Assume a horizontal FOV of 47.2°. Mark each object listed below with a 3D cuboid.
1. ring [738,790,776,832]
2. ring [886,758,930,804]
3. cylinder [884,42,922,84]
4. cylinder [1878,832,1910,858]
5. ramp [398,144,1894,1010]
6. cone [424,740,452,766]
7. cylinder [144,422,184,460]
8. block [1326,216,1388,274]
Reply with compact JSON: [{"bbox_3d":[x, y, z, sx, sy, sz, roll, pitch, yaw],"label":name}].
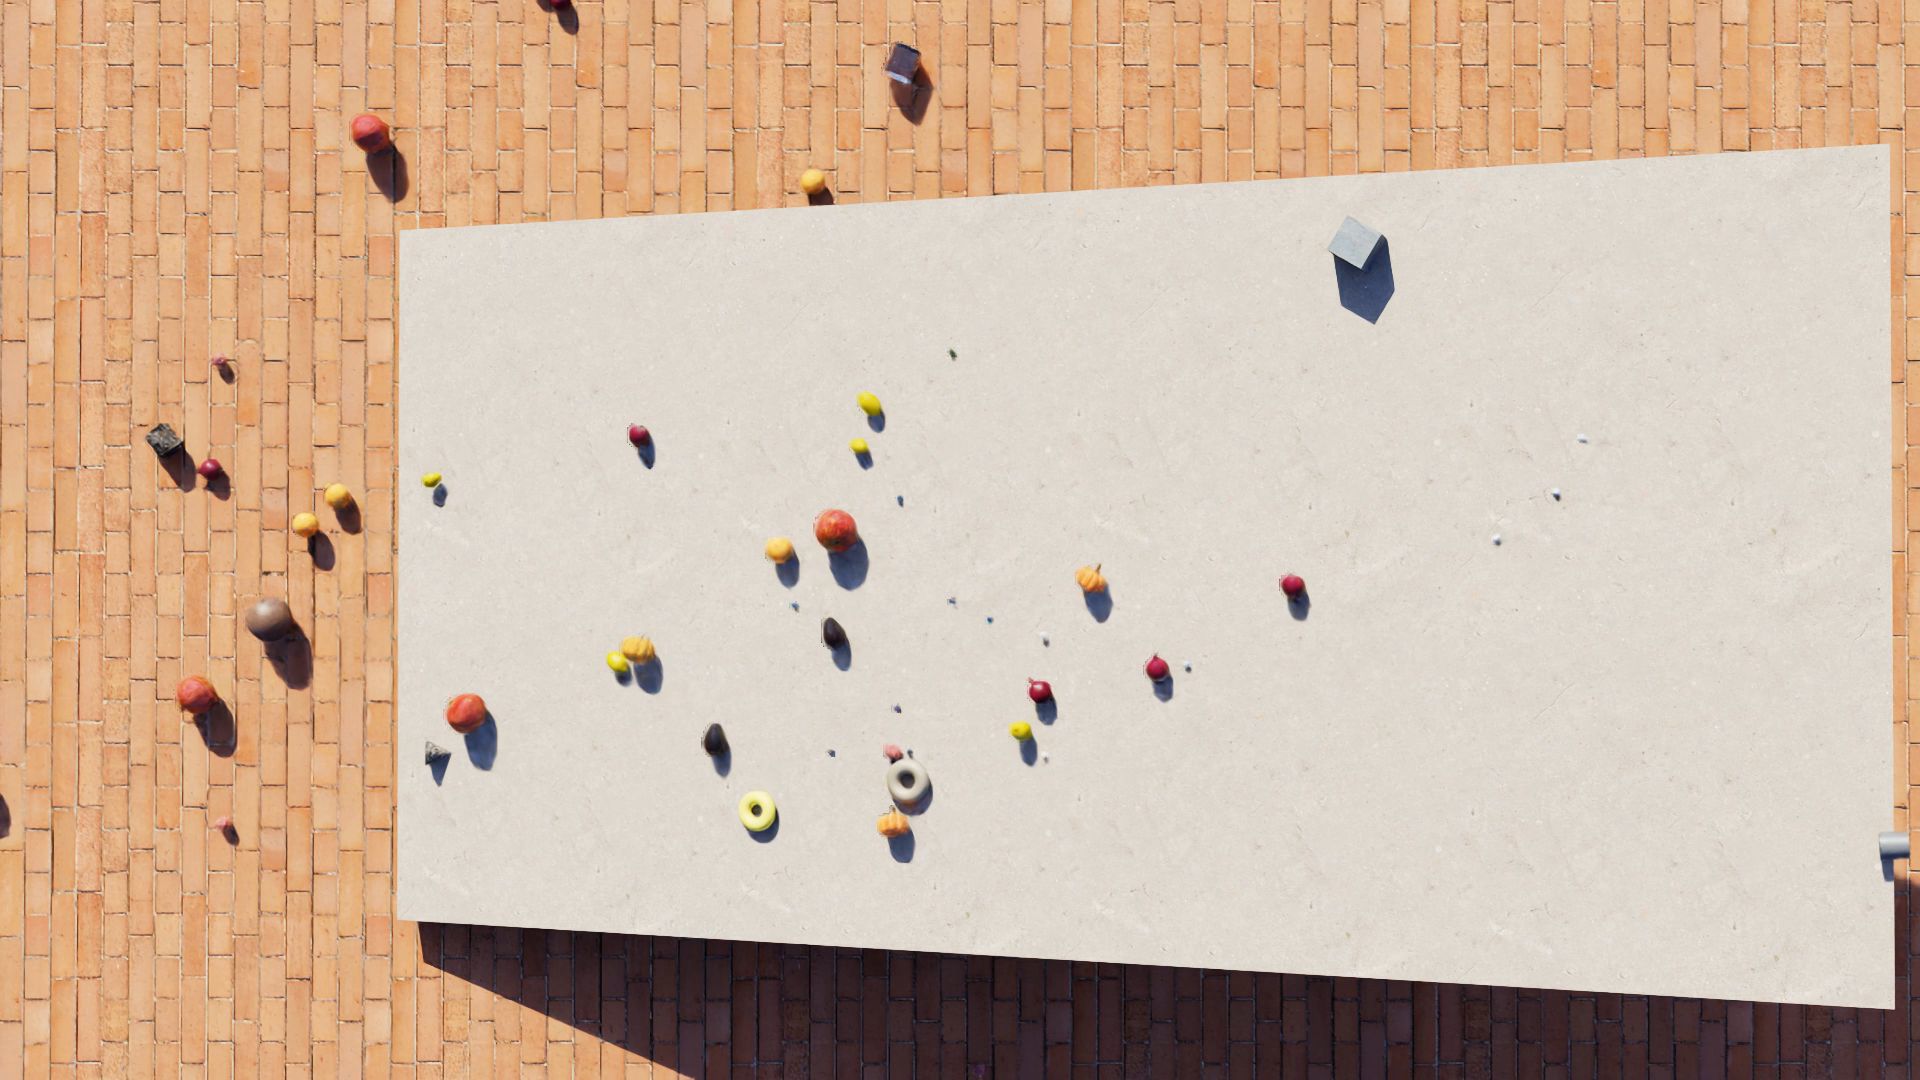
[{"bbox_3d":[-0.552,0.737,5.981,0.110,0.037,0.110,-1,87,23],"label":"ring"},{"bbox_3d":[-0.138,0.641,5.840,0.120,0.040,0.120,0,90,19],"label":"ring"},{"bbox_3d":[-0.167,-1.398,6.451,0.088,0.088,0.088,22,89,0],"label":"cylinder"},{"bbox_3d":[2.142,0.699,5.043,0.061,0.061,0.061,-5,89,19],"label":"cylinder"},{"bbox_3d":[0.278,0.091,5.777,4.000,0.100,2.000,0,89,19],"label":"ramp"},{"bbox_3d":[-1.494,0.610,6.309,0.074,0.074,0.074,1,89,-7],"label":"cone"},{"bbox_3d":[-2.331,-0.290,6.441,0.077,0.077,0.077,-38,89,0],"label":"cylinder"},{"bbox_3d":[0.983,-0.732,5.442,0.098,0.098,0.098,33,99,17],"label":"block"}]
